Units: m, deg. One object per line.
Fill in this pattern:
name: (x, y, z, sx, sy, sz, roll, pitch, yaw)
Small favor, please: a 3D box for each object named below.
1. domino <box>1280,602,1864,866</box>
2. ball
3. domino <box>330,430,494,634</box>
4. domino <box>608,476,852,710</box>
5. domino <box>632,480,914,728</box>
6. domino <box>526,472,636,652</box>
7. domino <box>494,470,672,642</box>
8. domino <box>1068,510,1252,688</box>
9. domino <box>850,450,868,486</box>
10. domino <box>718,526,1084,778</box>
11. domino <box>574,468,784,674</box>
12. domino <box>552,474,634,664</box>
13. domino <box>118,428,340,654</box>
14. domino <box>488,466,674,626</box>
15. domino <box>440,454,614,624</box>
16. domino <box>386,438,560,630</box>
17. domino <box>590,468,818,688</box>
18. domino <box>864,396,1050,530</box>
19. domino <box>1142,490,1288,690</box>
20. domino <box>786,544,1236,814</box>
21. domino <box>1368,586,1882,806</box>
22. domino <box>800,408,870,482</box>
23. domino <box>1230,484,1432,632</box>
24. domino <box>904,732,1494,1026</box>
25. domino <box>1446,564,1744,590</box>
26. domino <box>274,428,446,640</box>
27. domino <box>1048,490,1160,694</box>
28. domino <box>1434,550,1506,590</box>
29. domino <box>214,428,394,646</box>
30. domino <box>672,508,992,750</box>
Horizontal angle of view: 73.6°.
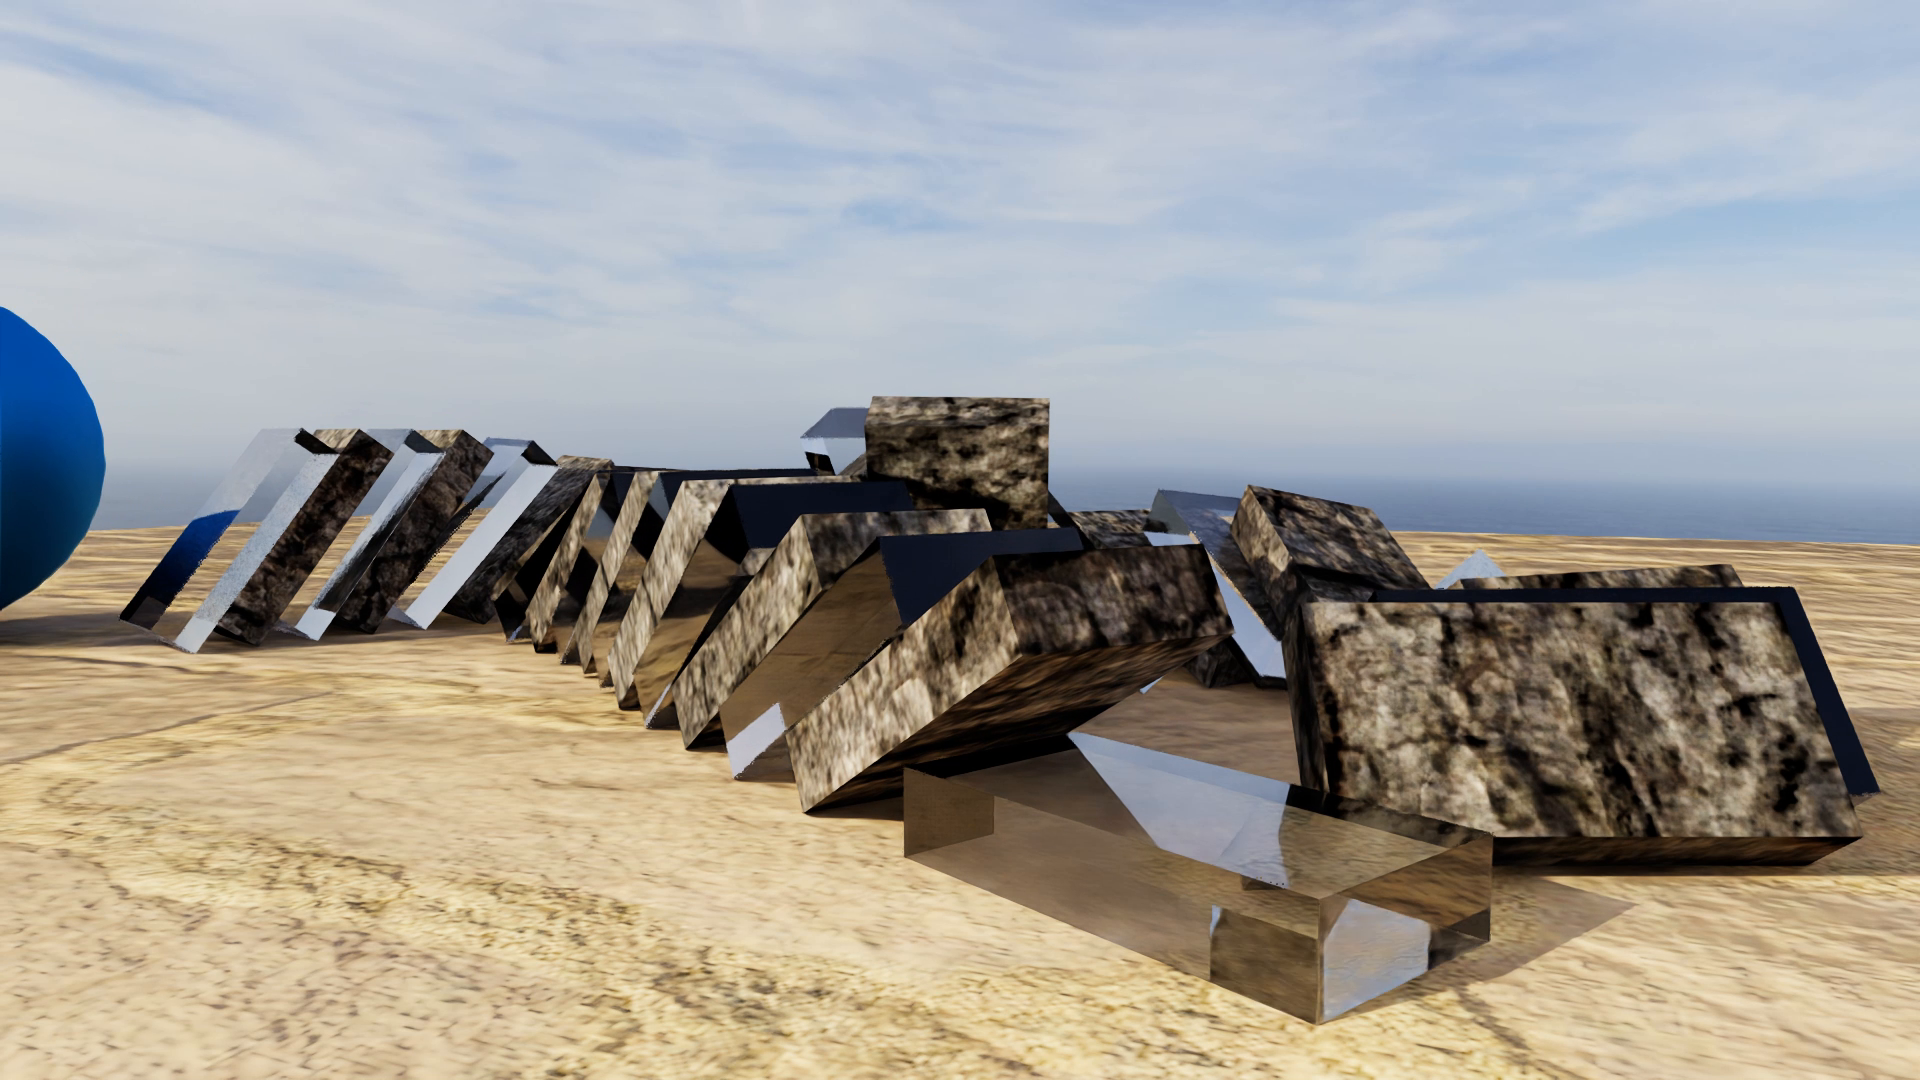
domino: (0.061, 0.020, 0.132, 0.050, 0.025, 0.009, 0, -31, 0)
ball: (-0.233, -0.018, 0.278, 0.080, 0.080, 0.080, 0, 4, 0)
domino: (-0.132, -0.003, 0.301, 0.025, 0.050, 0.009, 4, -30, 44)
domino: (-0.035, 0.009, 0.196, 0.025, 0.009, 0.050, -4, -31, -31)
domino: (-0.027, 0.010, 0.183, 0.025, 0.010, 0.050, -3, -31, -32)
domino: (-0.066, 0.005, 0.254, 0.025, 0.010, 0.050, -3, -31, -37)
domino: (-0.075, 0.004, 0.270, 0.025, 0.009, 0.050, -3, -31, -48)
domino: (0.043, 0.010, 0.247, 0.025, 0.009, 0.050, -3, 29, -32)
domino: (0.002, 0.003, 0.224, 0.009, 0.050, 0.025, -41, 12, -11)
domino: (-0.008, 0.014, 0.153, 0.025, 0.009, 0.050, -3, -25, -32)
domino: (-0.049, 0.006, 0.224, 0.025, 0.009, 0.050, -3, -31, -31)
domino: (-0.057, 0.006, 0.239, 0.025, 0.009, 0.050, -3, -32, -33)
domino: (-0.157, -0.001, 0.275, 0.025, 0.050, 0.009, 4, -30, 44)
domino: (-0.081, 0.002, 0.287, 0.050, 0.009, 0.025, -38, -21, 29)
domino: (-0.108, -0.001, 0.320, 0.025, 0.009, 0.050, 7, 47, 45)
domino: (-0.122, -0.003, 0.311, 0.025, 0.050, 0.009, 7, -35, 45)
domino: (-0.042, 0.007, 0.209, 0.025, 0.009, 0.050, -3, -31, -31)
domino: (0.000, 0.004, 0.190, 0.025, 0.050, 0.009, 1, 31, 4)
domino: (0.055, 0.008, 0.232, 0.025, 0.010, 0.050, 5, 29, -20)
domino: (0.003, 0.016, 0.137, 0.025, 0.010, 0.050, -3, -24, -32)
domino: (0.072, 0.019, 0.145, 0.050, 0.025, 0.010, 0, -31, -4)
domino: (-0.005, 0.003, 0.206, 0.025, 0.050, 0.009, 3, 35, 32)
domino: (0.065, 0.009, 0.215, 0.025, 0.009, 0.050, 10, 29, -12)
domino: (0.020, 0.029, 0.121, 0.025, 0.010, 0.050, -4, 6, -39)
domino: (0.086, 0.017, 0.166, 0.050, 0.025, 0.010, -2, -31, -24)
domino: (-0.140, -0.002, 0.292, 0.025, 0.050, 0.009, 4, -30, 44)
domino: (0.017, 0.003, 0.227, 0.009, 0.050, 0.025, -41, 10, -5)
domino: (0.084, 0.016, 0.196, 0.009, 0.025, 0.050, -45, -13, 19)
domino: (-0.148, -0.002, 0.284, 0.025, 0.050, 0.009, 4, -30, 44)
domino: (-0.018, 0.013, 0.168, 0.025, 0.010, 0.050, -3, -27, -33)
